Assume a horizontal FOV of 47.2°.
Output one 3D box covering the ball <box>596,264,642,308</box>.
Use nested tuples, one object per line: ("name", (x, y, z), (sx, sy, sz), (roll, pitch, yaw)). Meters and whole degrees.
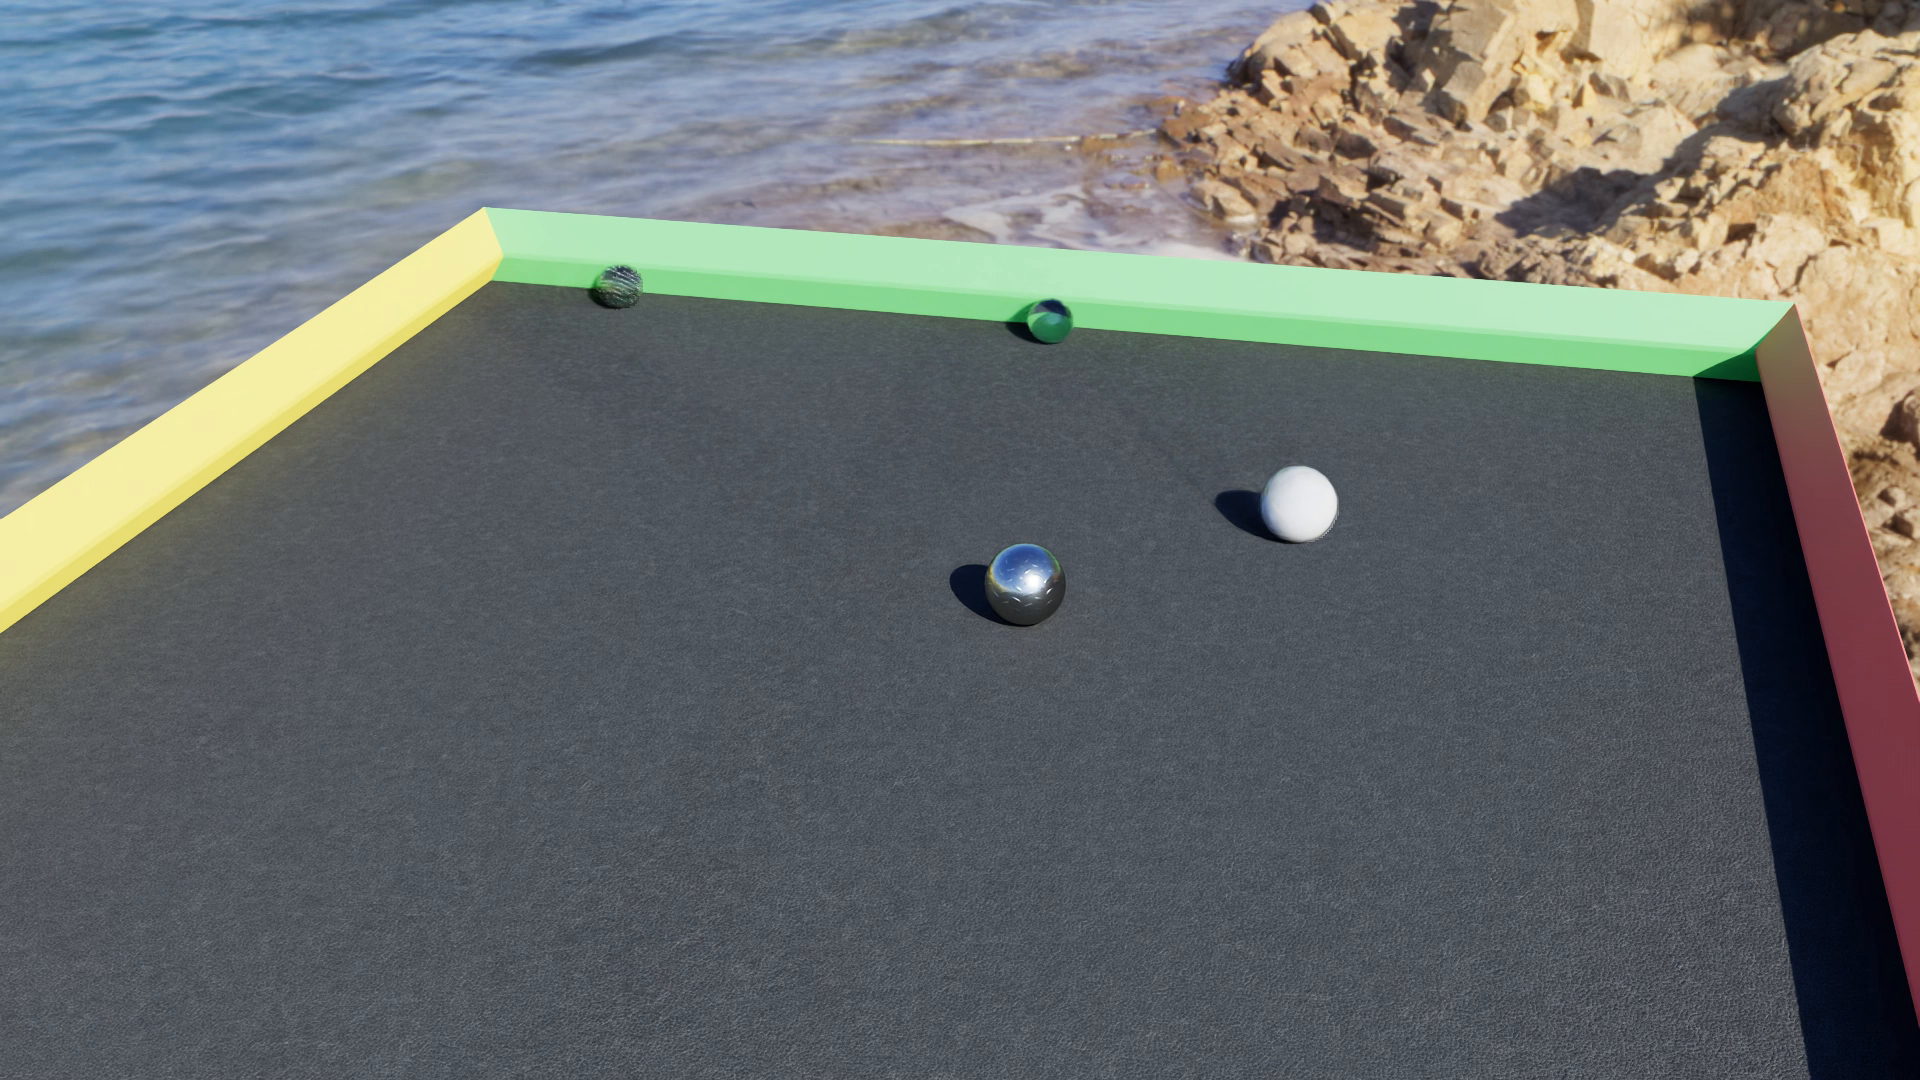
("ball", (-0.478, -0.357, 3.086), (0.062, 0.062, 0.062), (0, 25, 0))

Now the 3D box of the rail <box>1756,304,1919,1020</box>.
("rail", (0.663, 0.390, 1.422), (0.045, 0.108, 3.144), (6, 26, 12))

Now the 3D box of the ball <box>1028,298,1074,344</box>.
("ball", (0.121, -0.295, 2.954), (0.062, 0.062, 0.062), (0, 25, 0))

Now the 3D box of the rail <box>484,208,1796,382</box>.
("rail", (0.180, -0.331, 2.973), (1.794, 0.108, 0.045), (6, 26, 12))

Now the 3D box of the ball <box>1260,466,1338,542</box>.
("ball", (0.365, -0.039, 2.377), (0.083, 0.083, 0.083), (0, 25, 0))

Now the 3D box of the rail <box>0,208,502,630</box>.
("rail", (-1.034, 0.216, 1.796), (0.045, 0.108, 3.144), (6, 26, 12))

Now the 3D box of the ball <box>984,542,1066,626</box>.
("ball", (0.065, 0.044, 2.200), (0.082, 0.082, 0.082), (0, 25, 0))
